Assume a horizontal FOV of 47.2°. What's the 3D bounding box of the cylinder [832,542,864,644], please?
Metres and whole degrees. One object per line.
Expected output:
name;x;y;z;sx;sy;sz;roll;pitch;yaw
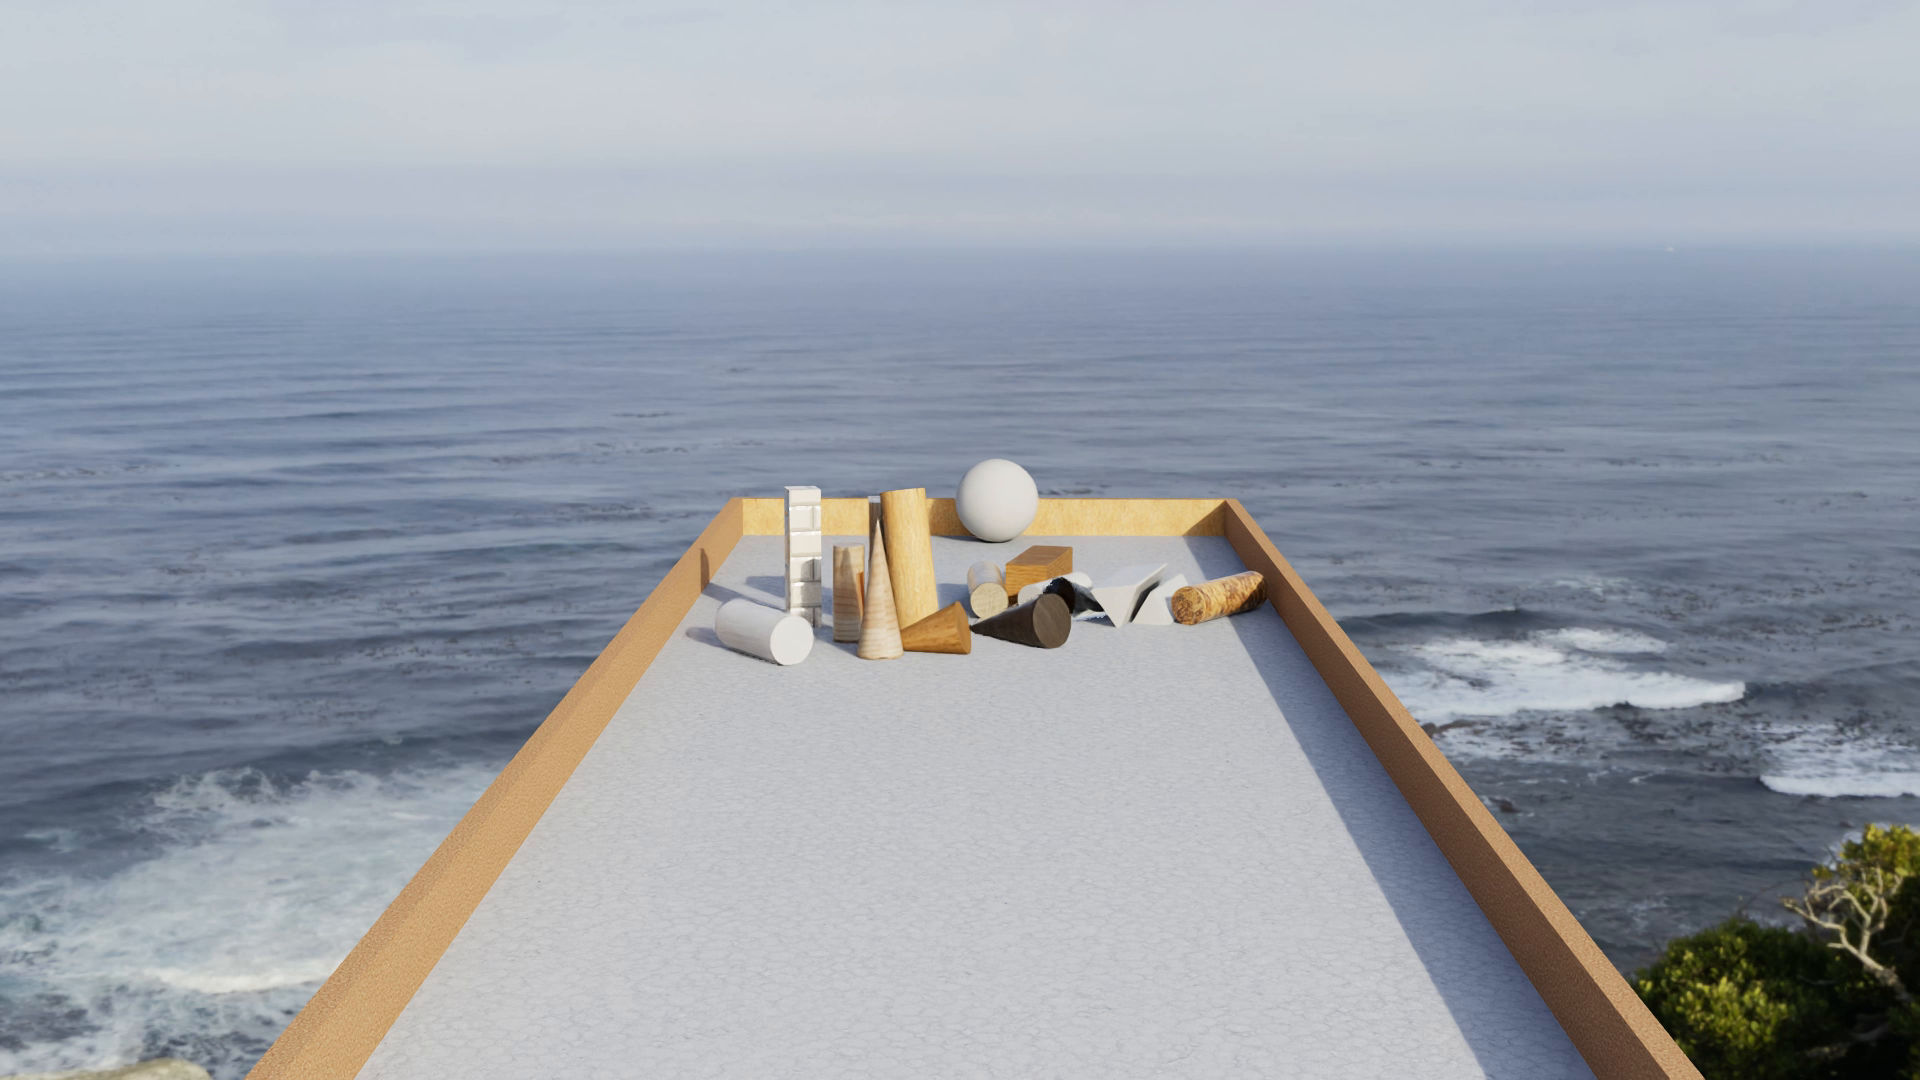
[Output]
cylinder;-0.352;0.167;6.971;0.101;0.309;0.101;0;9;0

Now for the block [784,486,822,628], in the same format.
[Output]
block;-0.514;0.056;7.199;0.102;0.456;0.102;-2;9;-14

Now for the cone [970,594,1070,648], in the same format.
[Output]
cone;0.145;0.272;7.024;0.173;0.173;0.410;-9;1;-45

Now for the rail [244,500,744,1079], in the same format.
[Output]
rail;-1.004;0.839;3.234;0.050;0.150;12.000;0;9;1

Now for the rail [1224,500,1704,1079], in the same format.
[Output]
rail;1.046;0.843;3.208;0.050;0.150;12.000;0;9;1

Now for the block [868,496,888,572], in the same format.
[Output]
block;-0.217;0.072;7.219;0.164;0.418;0.164;-1;9;-3

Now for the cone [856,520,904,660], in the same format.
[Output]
cone;-0.248;0.141;6.728;0.148;0.433;0.148;-1;9;0

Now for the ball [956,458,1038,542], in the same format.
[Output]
ball;0.151;-0.160;8.941;0.339;0.339;0.339;0;9;0

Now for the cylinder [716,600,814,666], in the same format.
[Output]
cylinder;-0.603;0.281;6.750;0.153;0.153;0.333;-6;11;-35

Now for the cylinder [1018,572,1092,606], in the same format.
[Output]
cylinder;0.326;0.185;7.485;0.112;0.112;0.309;6;11;33

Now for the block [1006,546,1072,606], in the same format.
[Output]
block;0.282;0.125;7.760;0.144;0.144;0.424;2;9;15

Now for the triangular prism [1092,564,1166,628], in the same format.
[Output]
triangular prism;0.594;0.154;7.388;0.133;0.154;0.455;-38;-4;20

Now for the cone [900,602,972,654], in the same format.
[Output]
cone;-0.145;0.305;6.828;0.327;0.166;0.166;-13;6;14

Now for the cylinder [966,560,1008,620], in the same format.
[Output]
cylinder;0.092;0.169;7.544;0.125;0.125;0.445;0;9;-1

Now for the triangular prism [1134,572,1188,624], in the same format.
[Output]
triangular prism;0.697;0.194;7.425;0.123;0.107;0.385;3;10;20

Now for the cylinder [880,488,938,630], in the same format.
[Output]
cylinder;-0.159;0.071;7.030;0.145;0.460;0.145;-6;-1;0

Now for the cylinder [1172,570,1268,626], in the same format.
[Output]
cylinder;0.875;0.193;7.385;0.128;0.128;0.401;7;12;39

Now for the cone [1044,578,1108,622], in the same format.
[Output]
cone;0.470;0.219;7.387;0.381;0.153;0.153;7;2;-41

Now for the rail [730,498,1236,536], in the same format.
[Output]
rail;0.099;-0.098;9.147;2.100;0.150;0.050;0;9;1
